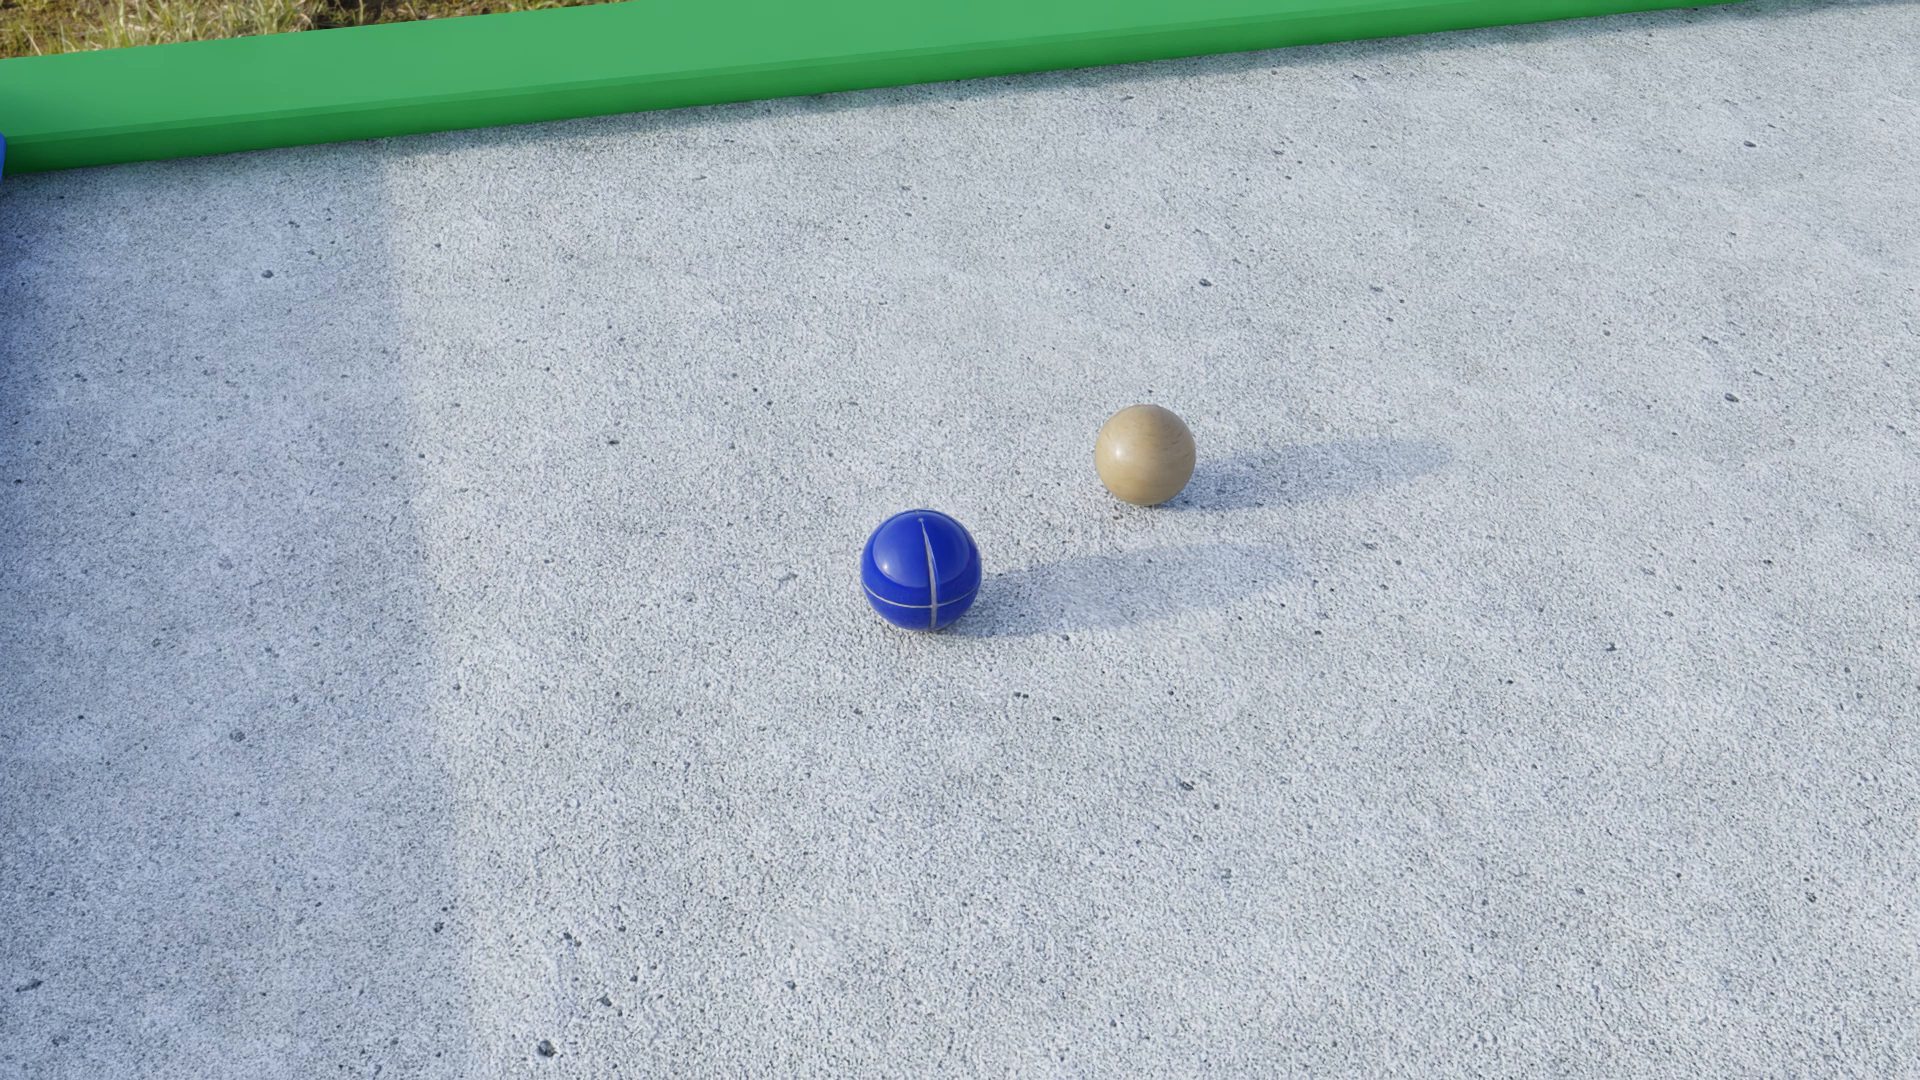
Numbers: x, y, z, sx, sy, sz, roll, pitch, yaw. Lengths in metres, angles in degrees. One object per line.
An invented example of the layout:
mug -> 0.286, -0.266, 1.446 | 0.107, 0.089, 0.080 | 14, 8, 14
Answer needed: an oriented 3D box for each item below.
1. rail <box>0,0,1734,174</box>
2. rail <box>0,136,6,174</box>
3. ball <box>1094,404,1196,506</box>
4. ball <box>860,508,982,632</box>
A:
rail -> 0.496, -0.499, 2.297 | 2.680, 0.100, 0.045 | -8, 36, -10
rail -> -0.630, 0.072, 1.501 | 0.045, 0.100, 1.456 | -8, 36, -10
ball -> 0.123, -0.057, 1.709 | 0.068, 0.068, 0.068 | 0, 36, 0
ball -> -0.024, 0.019, 1.596 | 0.077, 0.077, 0.077 | 0, 36, 0
